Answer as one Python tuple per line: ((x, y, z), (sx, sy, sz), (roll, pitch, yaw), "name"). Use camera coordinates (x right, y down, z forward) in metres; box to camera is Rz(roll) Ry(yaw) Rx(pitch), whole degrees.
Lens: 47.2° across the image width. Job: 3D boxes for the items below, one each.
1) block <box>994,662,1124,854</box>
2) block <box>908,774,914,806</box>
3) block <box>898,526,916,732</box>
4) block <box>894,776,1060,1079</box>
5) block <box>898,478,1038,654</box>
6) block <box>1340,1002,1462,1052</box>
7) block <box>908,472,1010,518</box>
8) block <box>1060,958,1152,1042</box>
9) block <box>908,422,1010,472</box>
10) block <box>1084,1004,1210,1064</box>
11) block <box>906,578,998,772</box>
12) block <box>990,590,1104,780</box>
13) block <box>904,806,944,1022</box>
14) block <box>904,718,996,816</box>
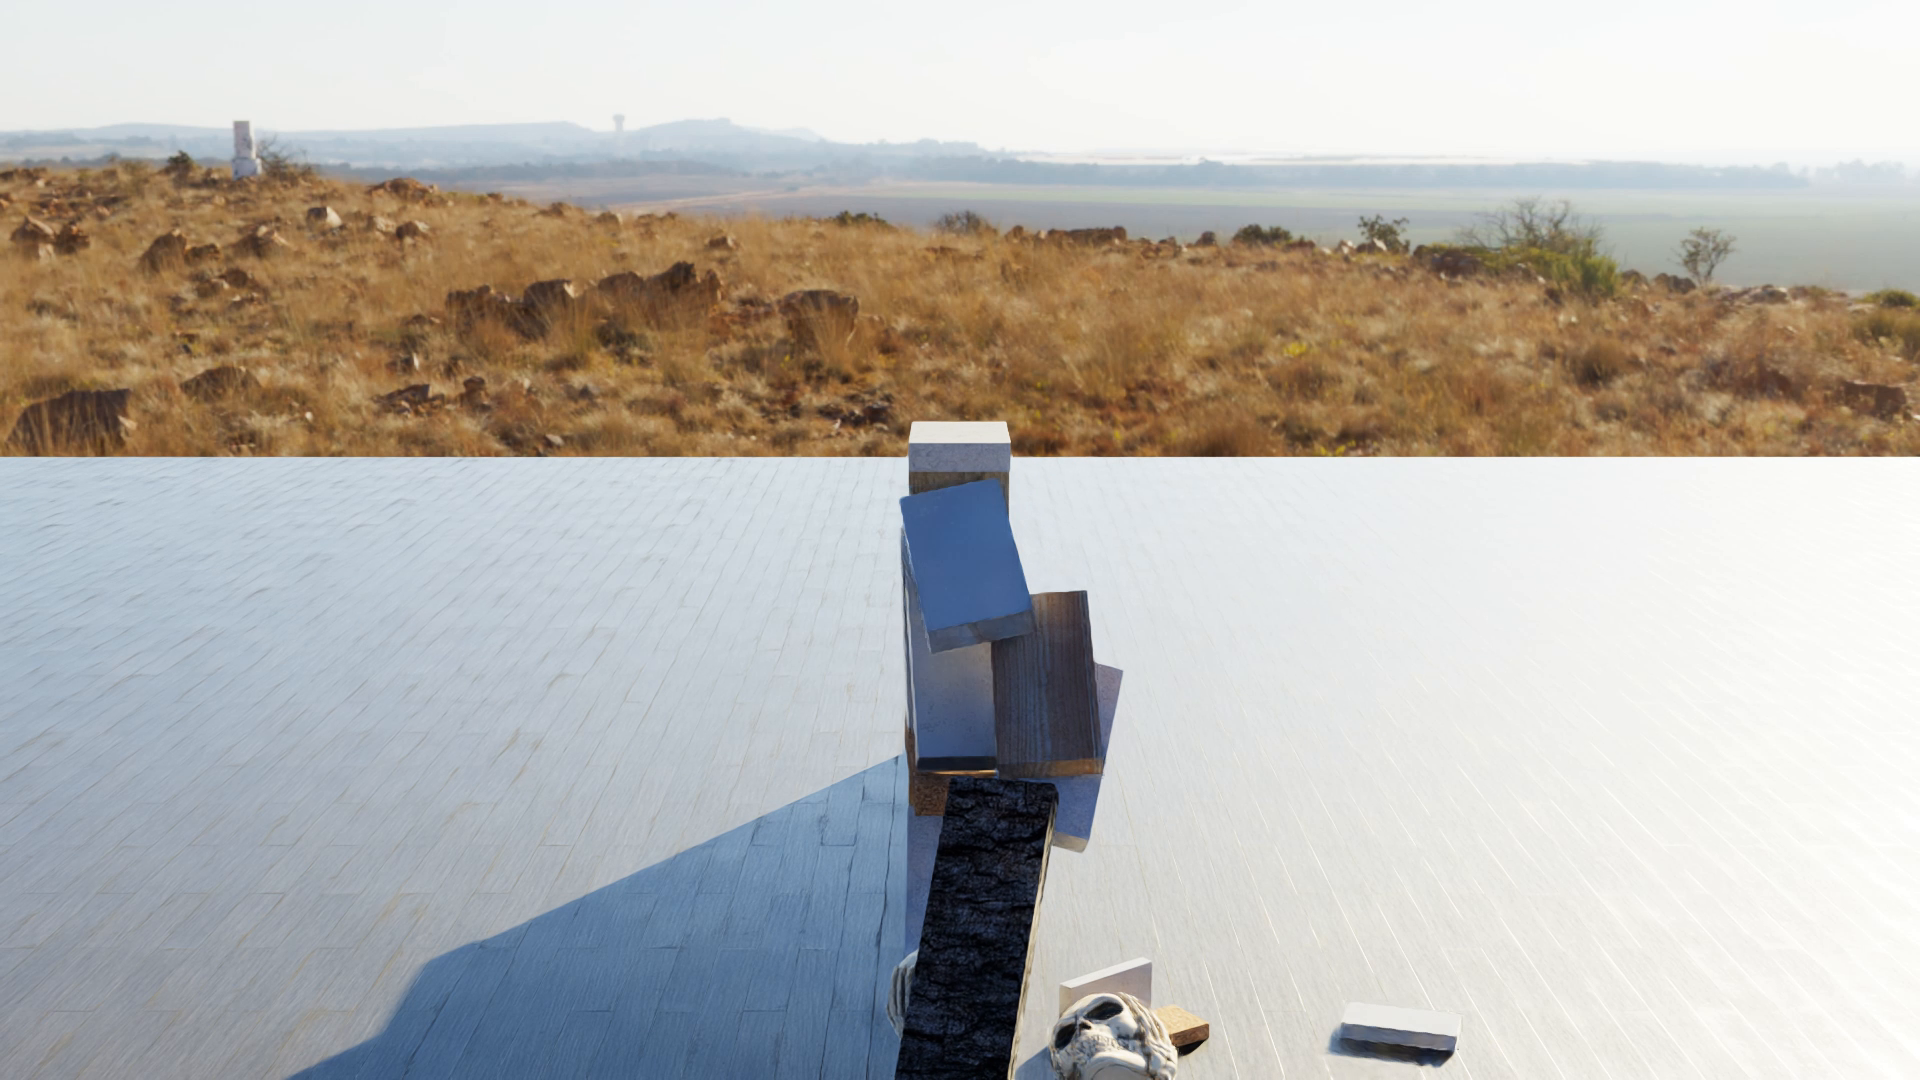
((0.135, 0.294, 3.129), (0.145, 0.041, 0.291), (16, 53, -1), "block")
((-0.001, 0.499, 3.314), (0.154, 0.309, 0.044), (0, -6, 0), "block")
((-0.009, 0.133, 3.354), (0.154, 0.308, 0.044), (-2, -10, -6), "block")
((0.022, 0.539, 2.900), (0.145, 0.472, 0.041), (3, -30, 14), "block")
((0.008, 0.033, 3.236), (0.154, 0.044, 0.308), (-12, 40, -2), "block")
((0.622, 0.685, 3.097), (0.158, 0.022, 0.079), (3, 11, 17), "block")
((-0.001, 0.046, 3.975), (0.179, 0.358, 0.051), (0, 15, 0), "block")
((0.208, 0.651, 3.122), (0.158, 0.079, 0.022), (-9, 14, -39), "block")
((-0.001, -0.174, 4.041), (0.179, 0.051, 0.358), (0, 9, 0), "block")
((0.262, 0.690, 3.072), (0.158, 0.022, 0.079), (-7, 13, -33), "block")
((0.006, 0.195, 3.235), (0.154, 0.044, 0.308), (0, 55, -6), "block")
((0.120, 0.203, 3.129), (0.145, 0.041, 0.291), (-4, 51, 1), "block")
((0.001, 0.537, 3.139), (0.154, 0.309, 0.044), (0, -14, 2), "block")
((0.002, 0.331, 3.265), (0.154, 0.044, 0.309), (-1, 14, -4), "block")
